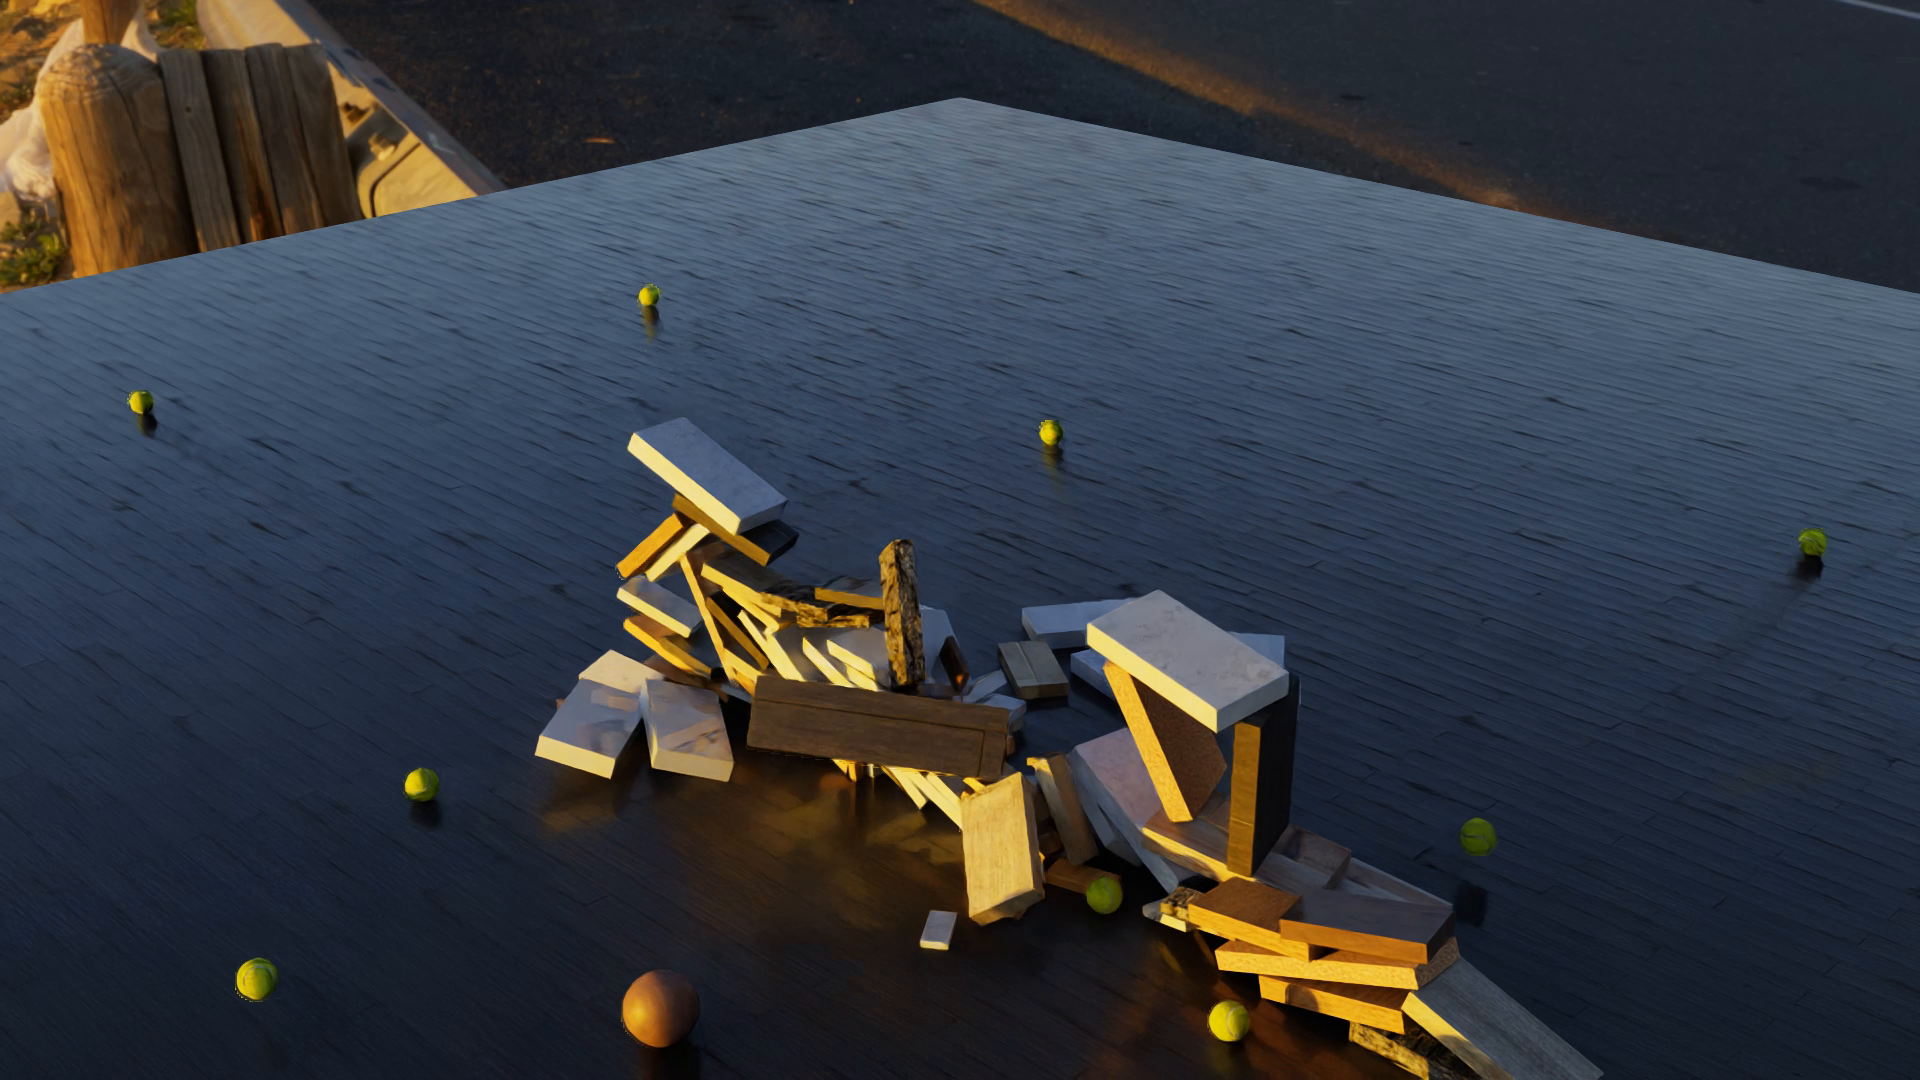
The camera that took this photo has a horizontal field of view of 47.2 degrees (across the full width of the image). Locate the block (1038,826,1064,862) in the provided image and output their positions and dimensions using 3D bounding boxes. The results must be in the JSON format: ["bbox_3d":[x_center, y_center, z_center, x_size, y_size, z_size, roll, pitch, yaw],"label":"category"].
[{"bbox_3d":[0.141,0.570,4.304,0.067,0.019,0.134,-21,52,-41],"label":"block"}]

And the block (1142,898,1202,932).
[{"bbox_3d":[0.405,0.689,4.058,0.071,0.020,0.141,-14,10,-27],"label":"block"}]

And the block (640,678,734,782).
[{"bbox_3d":[-0.585,0.402,4.689,0.163,0.046,0.327,13,19,-18],"label":"block"}]

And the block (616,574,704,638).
[{"bbox_3d":[-0.676,0.149,5.000,0.190,0.027,0.095,30,27,7],"label":"block"}]

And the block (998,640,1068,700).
[{"bbox_3d":[0.165,0.295,5.025,0.114,0.032,0.229,-4,23,-10],"label":"block"}]

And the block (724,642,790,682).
[{"bbox_3d":[-0.391,0.282,4.755,0.229,0.032,0.114,31,36,34],"label":"block"}]

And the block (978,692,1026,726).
[{"bbox_3d":[0.063,0.383,4.742,0.088,0.025,0.176,13,26,27],"label":"block"}]

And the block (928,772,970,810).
[{"bbox_3d":[0.028,0.512,4.403,0.090,0.025,0.180,-23,56,-43],"label":"block"}]

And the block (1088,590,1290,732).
[{"bbox_3d":[0.410,0.214,3.979,0.173,0.049,0.346,-24,38,-30],"label":"block"}]

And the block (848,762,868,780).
[{"bbox_3d":[-0.206,0.432,4.581,0.018,0.124,0.062,13,26,41],"label":"block"}]

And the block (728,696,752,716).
[{"bbox_3d":[-0.439,0.369,4.843,0.137,0.019,0.068,27,34,33],"label":"block"}]

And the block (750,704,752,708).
[{"bbox_3d":[-0.386,0.378,4.797,0.068,0.019,0.137,-21,38,-41],"label":"block"}]

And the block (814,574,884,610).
[{"bbox_3d":[-0.202,0.111,4.595,0.181,0.026,0.090,8,20,22],"label":"block"}]

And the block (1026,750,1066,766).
[{"bbox_3d":[0.177,0.444,4.470,0.058,0.016,0.116,-20,-10,12],"label":"block"}]

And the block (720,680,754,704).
[{"bbox_3d":[-0.455,0.331,4.835,0.137,0.019,0.068,18,29,37],"label":"block"}]

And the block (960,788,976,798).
[{"bbox_3d":[0.095,0.546,4.352,0.180,0.026,0.090,42,42,24],"label":"block"}]

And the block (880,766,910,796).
[{"bbox_3d":[-0.120,0.475,4.555,0.062,0.018,0.124,-23,57,-42],"label":"block"}]

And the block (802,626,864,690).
[{"bbox_3d":[-0.206,0.262,4.563,0.132,0.037,0.264,-15,33,-28],"label":"block"}]

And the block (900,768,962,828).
[{"bbox_3d":[-0.017,0.495,4.452,0.108,0.031,0.217,-23,54,-42],"label":"block"}]

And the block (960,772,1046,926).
[{"bbox_3d":[0.077,0.579,4.136,0.139,0.039,0.277,-27,41,19],"label":"block"}]

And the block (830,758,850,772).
[{"bbox_3d":[-0.272,0.396,4.689,0.114,0.032,0.229,-21,50,-42],"label":"block"}]

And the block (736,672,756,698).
[{"bbox_3d":[-0.371,0.346,4.770,0.114,0.032,0.229,-20,54,-41],"label":"block"}]

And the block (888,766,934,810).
[{"bbox_3d":[-0.102,0.441,4.525,0.108,0.031,0.217,-23,68,-43],"label":"block"}]

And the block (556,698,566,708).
[{"bbox_3d":[-0.823,0.400,4.783,0.100,0.028,0.200,-4,23,-10],"label":"block"}]

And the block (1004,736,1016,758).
[{"bbox_3d":[-0.006,0.417,4.400,0.217,0.031,0.108,3,19,43],"label":"block"}]

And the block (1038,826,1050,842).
[{"bbox_3d":[0.115,0.538,4.300,0.067,0.019,0.134,-8,43,-31],"label":"block"}]

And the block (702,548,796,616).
[{"bbox_3d":[-0.441,0.090,4.746,0.210,0.030,0.105,27,32,21],"label":"block"}]

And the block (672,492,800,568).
[{"bbox_3d":[-0.487,-0.045,4.772,0.251,0.036,0.126,33,33,12],"label":"block"}]

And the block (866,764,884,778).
[{"bbox_3d":[-0.169,0.428,4.592,0.018,0.124,0.062,13,25,42],"label":"block"}]

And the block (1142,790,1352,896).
[{"bbox_3d":[0.538,0.580,4.135,0.349,0.049,0.175,22,39,26],"label":"block"}]

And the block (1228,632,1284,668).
[{"bbox_3d":[0.660,0.296,5.008,0.150,0.043,0.301,3,23,8],"label":"block"}]

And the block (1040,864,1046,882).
[{"bbox_3d":[0.115,0.643,4.204,0.094,0.013,0.047,-9,22,9],"label":"block"}]

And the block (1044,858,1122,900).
[{"bbox_3d":[0.235,0.649,4.208,0.134,0.019,0.067,13,26,27],"label":"block"}]

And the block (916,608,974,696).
[{"bbox_3d":[-0.055,0.224,4.407,0.107,0.030,0.214,4,41,-25],"label":"block"}]

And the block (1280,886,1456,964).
[{"bbox_3d":[0.693,0.654,3.742,0.263,0.037,0.131,5,19,32],"label":"block"}]

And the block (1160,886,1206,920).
[{"bbox_3d":[0.444,0.671,3.998,0.141,0.020,0.071,12,25,35],"label":"block"}]

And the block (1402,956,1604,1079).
[{"bbox_3d":[0.889,0.822,3.610,0.149,0.042,0.299,-22,49,-41],"label":"block"}]

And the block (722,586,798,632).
[{"bbox_3d":[-0.419,0.132,4.739,0.177,0.025,0.089,35,37,30],"label":"block"}]

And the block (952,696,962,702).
[{"bbox_3d":[-0.067,0.329,4.399,0.133,0.019,0.067,1,21,11],"label":"block"}]

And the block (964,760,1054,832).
[{"bbox_3d":[0.104,0.498,4.310,0.180,0.026,0.090,37,41,26],"label":"block"}]
